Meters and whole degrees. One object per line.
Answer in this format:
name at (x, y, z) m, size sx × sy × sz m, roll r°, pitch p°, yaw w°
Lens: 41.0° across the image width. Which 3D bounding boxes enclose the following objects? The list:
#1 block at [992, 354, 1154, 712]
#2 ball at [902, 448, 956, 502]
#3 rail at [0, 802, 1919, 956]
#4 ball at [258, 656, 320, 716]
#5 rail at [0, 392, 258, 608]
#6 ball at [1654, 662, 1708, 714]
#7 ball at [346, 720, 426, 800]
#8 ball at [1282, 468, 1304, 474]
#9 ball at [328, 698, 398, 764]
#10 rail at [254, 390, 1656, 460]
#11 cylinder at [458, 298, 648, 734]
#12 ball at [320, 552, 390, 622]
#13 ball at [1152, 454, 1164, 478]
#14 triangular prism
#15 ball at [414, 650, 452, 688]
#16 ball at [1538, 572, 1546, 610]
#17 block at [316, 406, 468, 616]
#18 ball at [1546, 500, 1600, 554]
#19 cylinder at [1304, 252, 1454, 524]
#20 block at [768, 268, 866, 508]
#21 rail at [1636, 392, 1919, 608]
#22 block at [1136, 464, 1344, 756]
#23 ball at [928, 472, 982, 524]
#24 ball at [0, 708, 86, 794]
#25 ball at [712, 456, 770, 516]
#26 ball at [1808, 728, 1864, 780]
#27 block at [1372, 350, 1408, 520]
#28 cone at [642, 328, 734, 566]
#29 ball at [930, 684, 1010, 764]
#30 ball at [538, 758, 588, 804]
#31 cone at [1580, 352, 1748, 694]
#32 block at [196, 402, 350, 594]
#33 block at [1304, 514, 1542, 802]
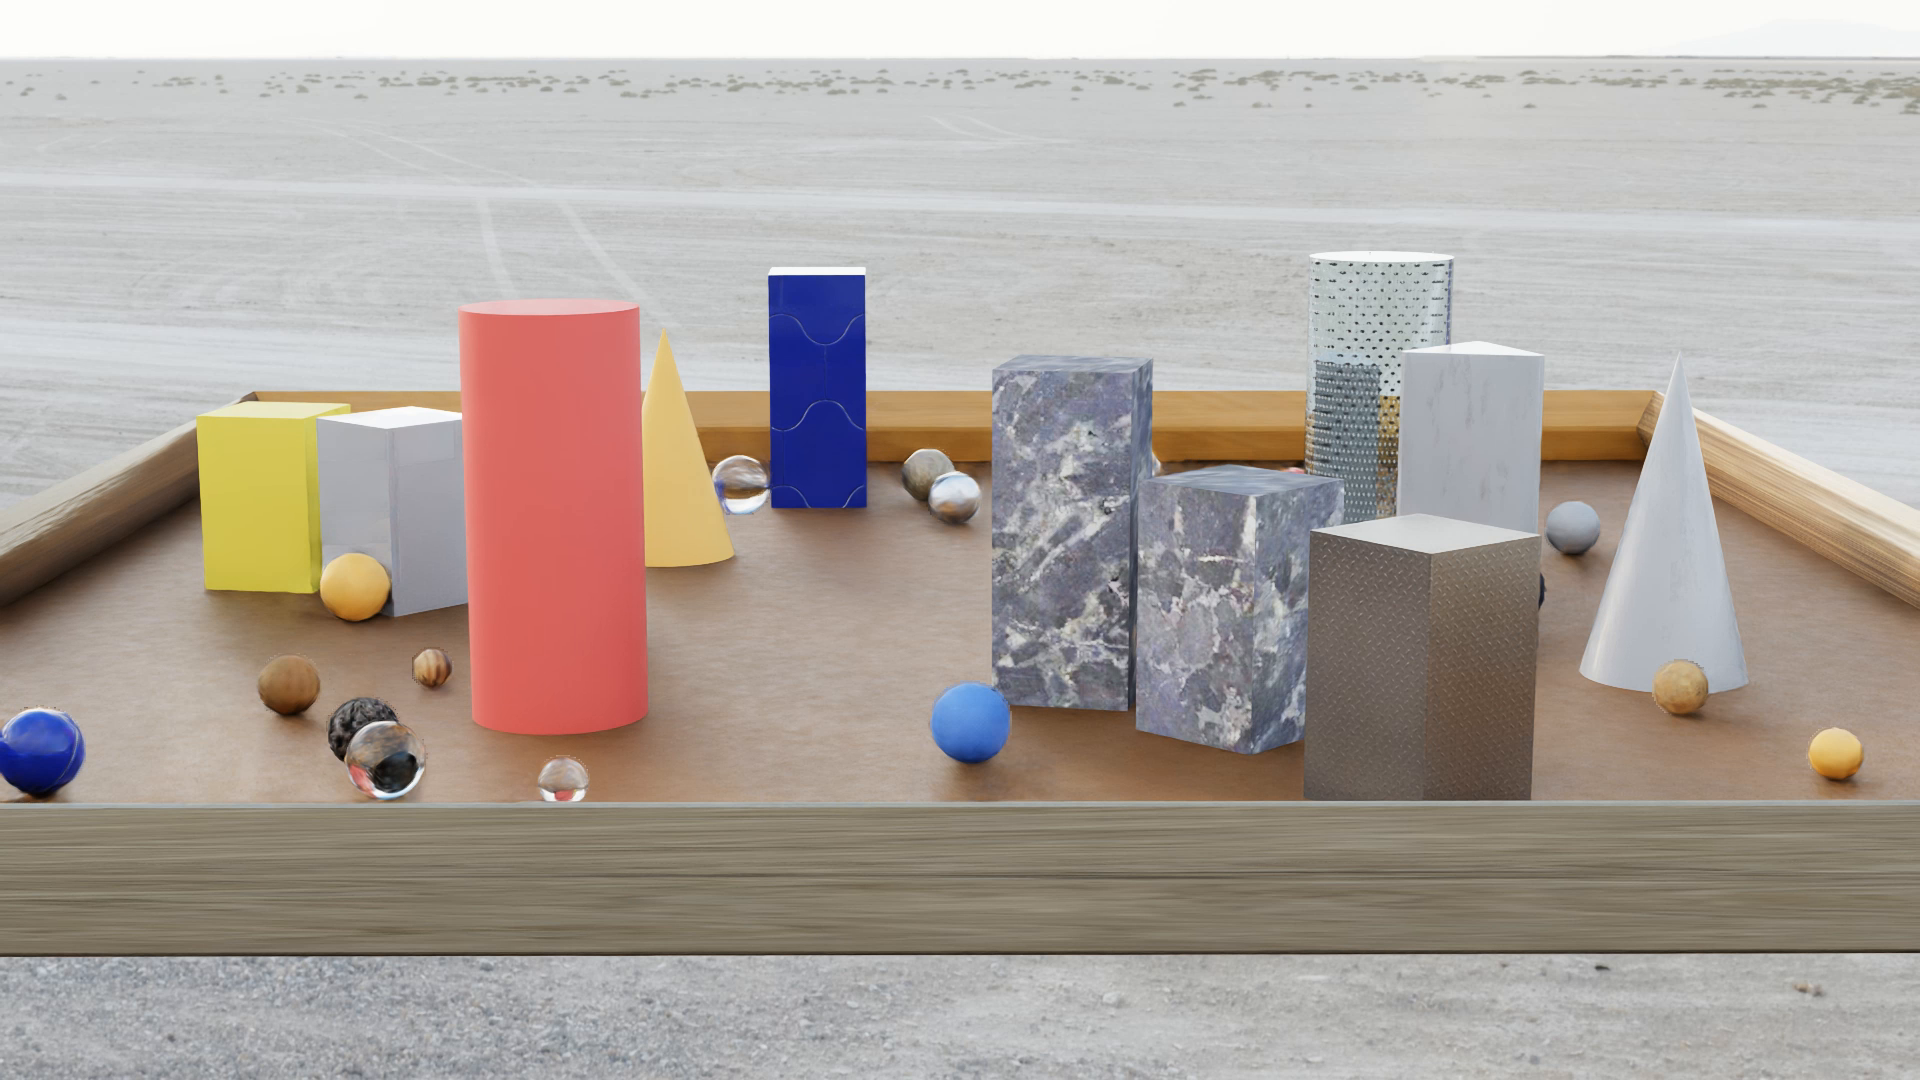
block at (0.132, -0.012, 2.990) m, size 0.159 × 0.388 × 0.159 m, roll 2°, pitch 11°, yaw 13°
ball at (-0.053, -0.109, 4.329) m, size 0.091 × 0.091 × 0.091 m, roll 0°, pitch 10°, yaw 0°
rail at (0.008, 0.276, 2.139) m, size 2.608 × 0.129 × 0.045 m, roll 0°, pitch 10°, yaw 0°
ball at (-0.761, 0.165, 2.910) m, size 0.068 × 0.068 × 0.068 m, roll 0°, pitch 10°, yaw 0°
rail at (-1.281, 0.035, 3.441) m, size 0.045 × 0.129 × 2.711 m, roll 0°, pitch 10°, yaw 0°
ball at (0.820, 0.168, 2.914) m, size 0.060 × 0.060 × 0.060 m, roll 0°, pitch 10°, yaw 0°
ball at (-0.578, 0.221, 2.579) m, size 0.079 × 0.079 × 0.079 m, roll 0°, pitch 10°, yaw 0°
ball at (0.550, -0.081, 4.218) m, size 0.075 × 0.075 × 0.075 m, roll 0°, pitch 10°, yaw 0°
ball at (-0.625, 0.202, 2.692) m, size 0.074 × 0.074 × 0.074 m, roll 0°, pitch 10°, yaw 0°
rail at (-0.008, -0.209, 4.759) m, size 2.608 × 0.129 × 0.045 m, roll 0°, pitch 10°, yaw 0°
cylinder at (-0.455, -0.031, 2.884) m, size 0.199 × 0.463 × 0.199 m, roll 0°, pitch 10°, yaw 0°
ball at (-0.803, 0.062, 3.404) m, size 0.091 × 0.091 × 0.091 m, roll 0°, pitch 10°, yaw 0°
ball at (0.292, -0.105, 4.282) m, size 0.099 × 0.099 × 0.099 m, roll 0°, pitch 10°, yaw 0°
triangular prism at (0.658, -0.063, 3.306) m, size 0.172 × 0.372 × 0.149 m, roll 3°, pitch 11°, yaw 14°
ball at (-0.626, 0.152, 3.044) m, size 0.045 × 0.045 × 0.045 m, roll 0°, pitch 10°, yaw 0°
ball at (0.729, 0.065, 3.393) m, size 0.089 × 0.089 × 0.089 m, roll 0°, pitch 10°, yaw 0°
block at (-0.764, -0.042, 3.519) m, size 0.159 × 0.254 × 0.159 m, roll 9°, pitch 14°, yaw 41°
ball at (0.924, -0.019, 3.867) m, size 0.081 × 0.081 × 0.081 m, roll 0°, pitch 10°, yaw 0°
cylinder at (0.584, -0.164, 3.600) m, size 0.199 × 0.465 × 0.199 m, roll 0°, pitch 10°, yaw 0°
block at (-0.238, -0.259, 4.323) m, size 0.159 × 0.388 × 0.159 m, roll 0°, pitch 10°, yaw -2°
rail at (1.281, 0.032, 3.456) m, size 0.045 × 0.129 × 2.711 m, roll 0°, pitch 10°, yaw 0°
block at (0.308, 0.072, 2.829) m, size 0.159 × 0.280 × 0.159 m, roll 10°, pitch 14°, yaw 43°
ball at (-0.009, -0.067, 4.120) m, size 0.084 × 0.084 × 0.084 m, roll 0°, pitch 10°, yaw 0°
ball at (-0.931, 0.214, 2.597) m, size 0.086 × 0.086 × 0.086 m, roll 0°, pitch 10°, yaw 0°
ball at (-0.361, -0.089, 4.203) m, size 0.098 × 0.098 × 0.098 m, roll 0°, pitch 10°, yaw 0°
ball at (0.905, 0.221, 2.649) m, size 0.053 × 0.053 × 0.053 m, roll 0°, pitch 10°, yaw 0°
block at (0.733, -0.138, 3.943) m, size 0.159 × 0.288 × 0.159 m, roll 4°, pitch 11°, yaw 22°
cone at (-0.440, -0.149, 3.843) m, size 0.199 × 0.345 × 0.199 m, roll 0°, pitch 10°, yaw 0°
ball at (0.011, 0.194, 2.710) m, size 0.084 × 0.084 × 0.084 m, roll 0°, pitch 10°, yaw 0°
ball at (-0.394, 0.241, 2.549) m, size 0.049 × 0.049 × 0.049 m, roll 0°, pitch 10°, yaw 0°
cone at (0.853, -0.031, 3.074) m, size 0.199 × 0.395 × 0.199 m, roll 0°, pitch 10°, yaw 0°
block at (-0.971, -0.063, 3.655) m, size 0.159 × 0.246 × 0.159 m, roll 2°, pitch 11°, yaw 10°
block at (0.458, 0.127, 2.548) m, size 0.159 × 0.274 × 0.159 m, roll -8°, pitch 13°, yaw -37°
